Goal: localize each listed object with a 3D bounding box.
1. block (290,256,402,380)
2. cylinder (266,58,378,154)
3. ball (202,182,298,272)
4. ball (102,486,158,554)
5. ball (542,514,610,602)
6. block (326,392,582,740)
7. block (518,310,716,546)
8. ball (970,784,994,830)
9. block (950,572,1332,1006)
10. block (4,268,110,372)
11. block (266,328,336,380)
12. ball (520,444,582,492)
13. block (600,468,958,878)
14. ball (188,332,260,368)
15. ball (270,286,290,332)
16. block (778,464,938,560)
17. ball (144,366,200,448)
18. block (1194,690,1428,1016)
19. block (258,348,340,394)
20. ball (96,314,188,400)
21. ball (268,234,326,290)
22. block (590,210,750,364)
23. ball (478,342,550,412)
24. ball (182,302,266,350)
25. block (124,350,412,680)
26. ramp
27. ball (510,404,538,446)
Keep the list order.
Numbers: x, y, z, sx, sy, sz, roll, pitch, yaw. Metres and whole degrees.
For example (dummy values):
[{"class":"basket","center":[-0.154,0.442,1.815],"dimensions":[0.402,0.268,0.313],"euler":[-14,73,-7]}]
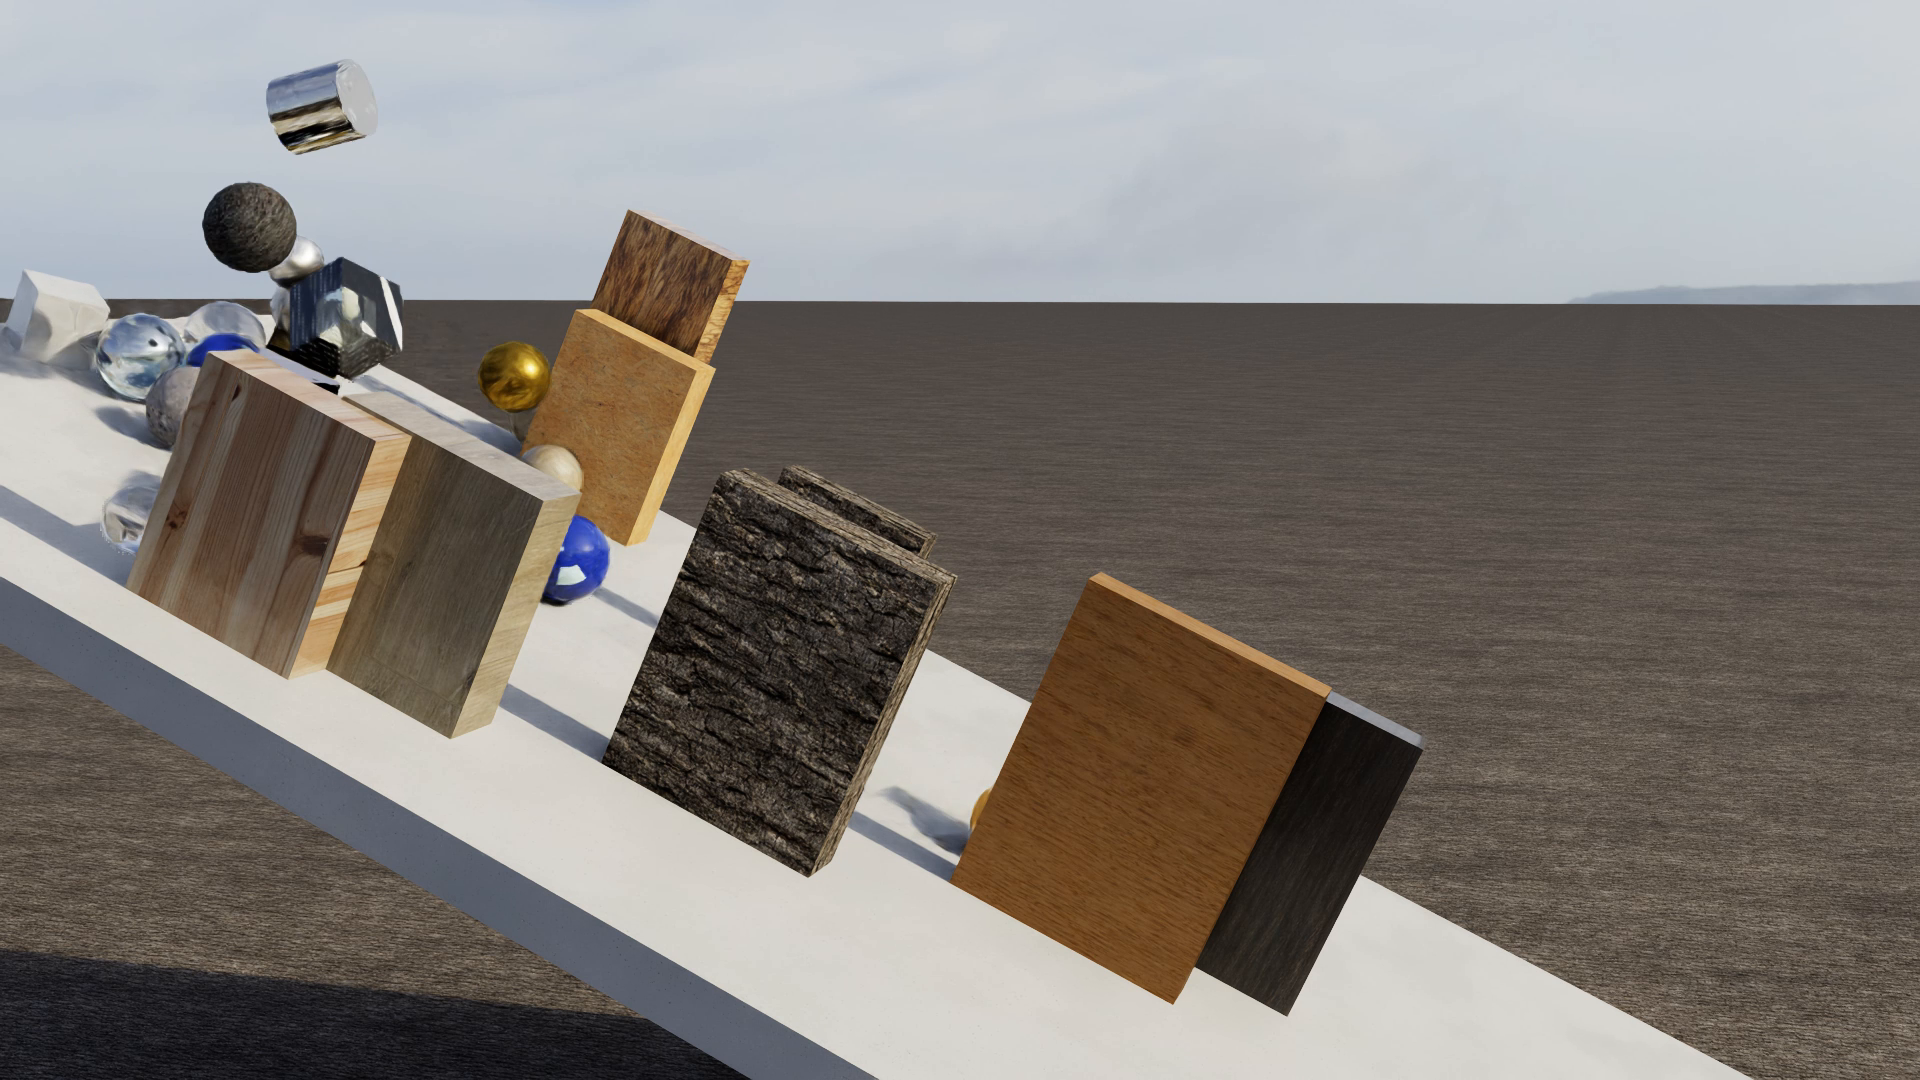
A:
[{"class":"block","center":[-1.266,-0.455,4.533],"dimensions":[0.158,0.158,0.158],"euler":[-24,-31,28]},{"class":"cylinder","center":[-1.320,-0.898,4.558],"dimensions":[0.162,0.162,0.162],"euler":[-11,4,14]},{"class":"ball","center":[-1.353,-0.596,4.191],"dimensions":[0.172,0.172,0.172],"euler":[0,7,0]},{"class":"ball","center":[-1.377,-0.033,3.689],"dimensions":[0.116,0.116,0.116],"euler":[0,7,0]},{"class":"ball","center":[-0.787,0.035,4.389],"dimensions":[0.177,0.177,0.177],"euler":[0,7,0]},{"class":"block","center":[-0.895,0.037,3.634],"dimensions":[0.392,0.434,0.134],"euler":[27,14,13]},{"class":"block","center":[-0.786,-0.255,4.958],"dimensions":[0.320,0.434,0.105],"euler":[27,14,13]},{"class":"ball","center":[0.099,0.522,4.058],"dimensions":[0.160,0.160,0.160],"euler":[0,7,0]},{"class":"block","center":[0.306,0.428,3.807],"dimensions":[0.443,0.606,0.090],"euler":[27,14,13]},{"class":"block","center":[-1.856,-0.451,4.517],"dimensions":[0.142,0.142,0.142],"euler":[13,17,-40]},{"class":"block","center":[-1.449,-0.349,4.795],"dimensions":[0.155,0.155,0.155],"euler":[20,14,-17]},{"class":"ball","center":[-0.913,-0.138,4.877],"dimensions":[0.150,0.150,0.150],"euler":[0,7,0]},{"class":"block","center":[-0.307,0.220,3.685],"dimensions":[0.412,0.549,0.110],"euler":[27,14,13]},{"class":"ball","center":[-1.537,-0.348,4.601],"dimensions":[0.173,0.173,0.173],"euler":[0,7,0]},{"class":"ball","center":[-1.456,-0.516,4.896],"dimensions":[0.151,0.151,0.151],"euler":[0,7,0]},{"class":"block","center":[-0.280,0.113,4.415],"dimensions":[0.324,0.426,0.084],"euler":[27,14,13]},{"class":"ball","center":[-1.509,-0.258,4.311],"dimensions":[0.167,0.167,0.167],"euler":[0,7,0]},{"class":"block","center":[0.558,0.528,3.966],"dimensions":[0.349,0.553,0.092],"euler":[27,14,13]},{"class":"block","center":[-1.387,-0.261,4.483],"dimensions":[0.172,0.172,0.172],"euler":[26,12,-18]},{"class":"ball","center":[-1.663,-0.373,4.472],"dimensions":[0.175,0.175,0.175],"euler":[0,7,0]},{"class":"ball","center":[-1.390,-0.579,4.600],"dimensions":[0.119,0.119,0.119],"euler":[0,7,0]},{"class":"block","center":[-0.746,-0.398,5.079],"dimensions":[0.279,0.665,0.106],"euler":[27,14,13]},{"class":"ball","center":[-0.953,-0.349,4.703],"dimensions":[0.152,0.152,0.152],"euler":[0,7,0]},{"class":"ball","center":[-1.593,-0.429,4.762],"dimensions":[0.176,0.176,0.176],"euler":[0,7,0]},{"class":"block","center":[-1.124,-0.044,3.574],"dimensions":[0.333,0.426,0.113],"euler":[27,14,13]},{"class":"ramp","center":[-0.275,0.472,4.176],"dimensions":[4.000,0.100,2.000],"euler":[27,14,13]},{"class":"ball","center":[-0.997,-0.289,5.281],"dimensions":[0.161,0.161,0.161],"euler":[0,7,0]}]
